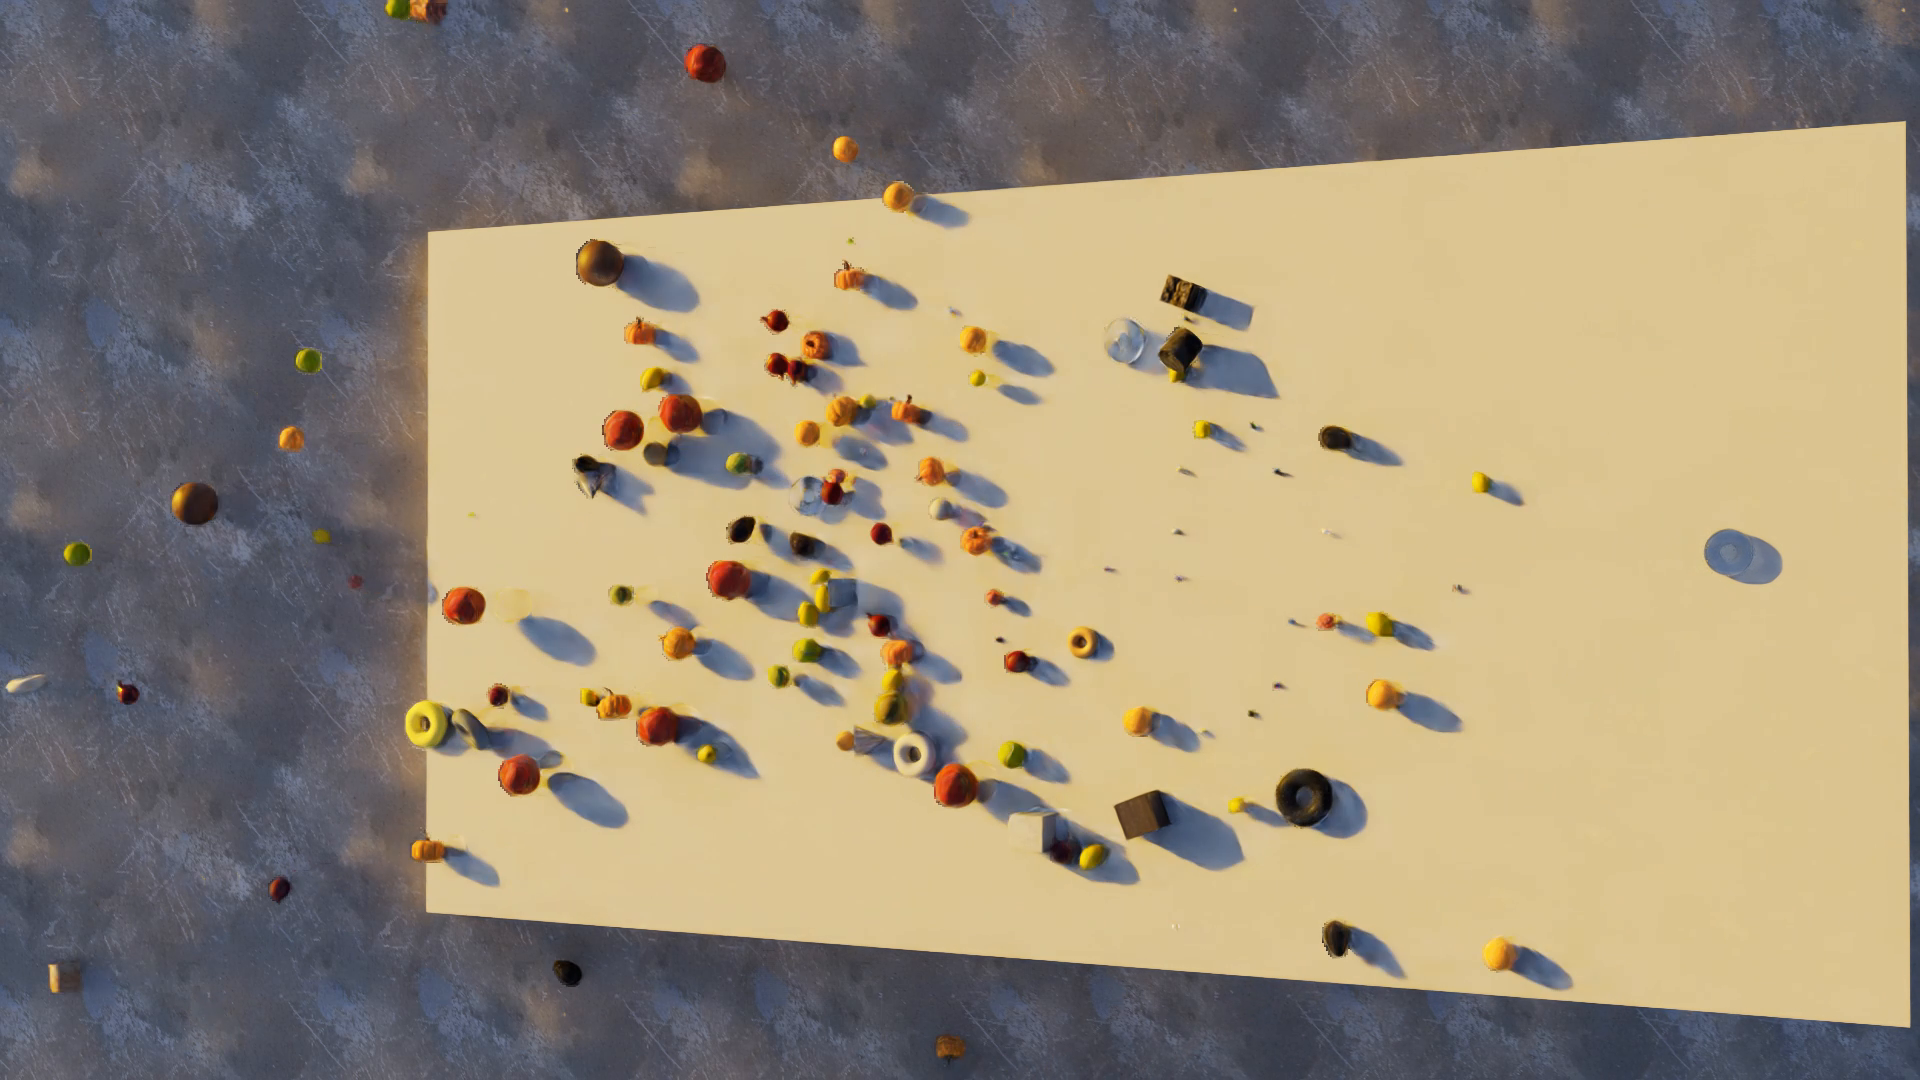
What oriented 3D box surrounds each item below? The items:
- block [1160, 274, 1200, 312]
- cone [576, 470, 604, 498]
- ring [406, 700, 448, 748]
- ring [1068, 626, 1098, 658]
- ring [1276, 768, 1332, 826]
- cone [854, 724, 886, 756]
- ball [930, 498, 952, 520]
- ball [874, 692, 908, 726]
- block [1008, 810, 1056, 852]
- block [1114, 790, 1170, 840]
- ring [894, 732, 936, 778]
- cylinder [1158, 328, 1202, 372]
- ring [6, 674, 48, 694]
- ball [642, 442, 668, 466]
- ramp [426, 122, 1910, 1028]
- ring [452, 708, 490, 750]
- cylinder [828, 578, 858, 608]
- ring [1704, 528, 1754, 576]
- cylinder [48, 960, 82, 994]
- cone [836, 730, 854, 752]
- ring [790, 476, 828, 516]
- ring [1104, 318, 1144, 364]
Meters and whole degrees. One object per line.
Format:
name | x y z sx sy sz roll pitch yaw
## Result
block | 0.551 -0.617 5.505 0.068 0.068 0.068 23 98 22
cone | -1.037 -0.143 6.179 0.076 0.076 0.076 -11 55 0
ring | -1.563 0.540 6.437 0.138 0.046 0.138 -1 88 23
ring | 0.313 0.262 5.623 0.081 0.027 0.081 0 90 23
ring | 0.841 0.628 5.374 0.143 0.048 0.143 -1 88 25
cone | -0.236 0.531 5.854 0.090 0.090 0.090 -4 89 -3
ball | -0.048 -0.080 5.768 0.059 0.059 0.059 0 89 0
ball | -0.181 0.446 5.803 0.091 0.091 0.091 0 89 0
block | 0.185 0.748 5.638 0.092 0.092 0.092 1 90 24
block | 0.458 0.689 5.517 0.093 0.093 0.093 -24 80 22
ring | -0.119 0.567 5.802 0.124 0.041 0.124 0 89 25
cylinder | 0.549 -0.473 5.476 0.080 0.080 0.080 39 73 0
ring | -2.751 0.424 6.491 0.118 0.118 0.039 -9 97 0
ball | -0.847 -0.239 6.117 0.070 0.070 0.070 0 89 0
ramp | 0.283 0.084 5.707 4.000 0.100 2.000 0 89 24
ring | -1.407 0.545 6.329 0.139 0.139 0.046 48 63 1
cylinder | -0.314 0.139 5.873 0.077 0.077 0.077 -2 87 0
ring | 1.744 0.028 4.989 0.108 0.036 0.108 0 91 24
cylinder | -2.644 1.291 6.498 0.084 0.084 0.084 -8 83 0
cone | -0.319 0.539 5.882 0.056 0.056 0.056 0 89 23
ring | -0.407 -0.119 5.939 0.112 0.037 0.112 0 90 23
ring | 0.416 -0.505 5.569 0.117 0.039 0.117 4 96 36
